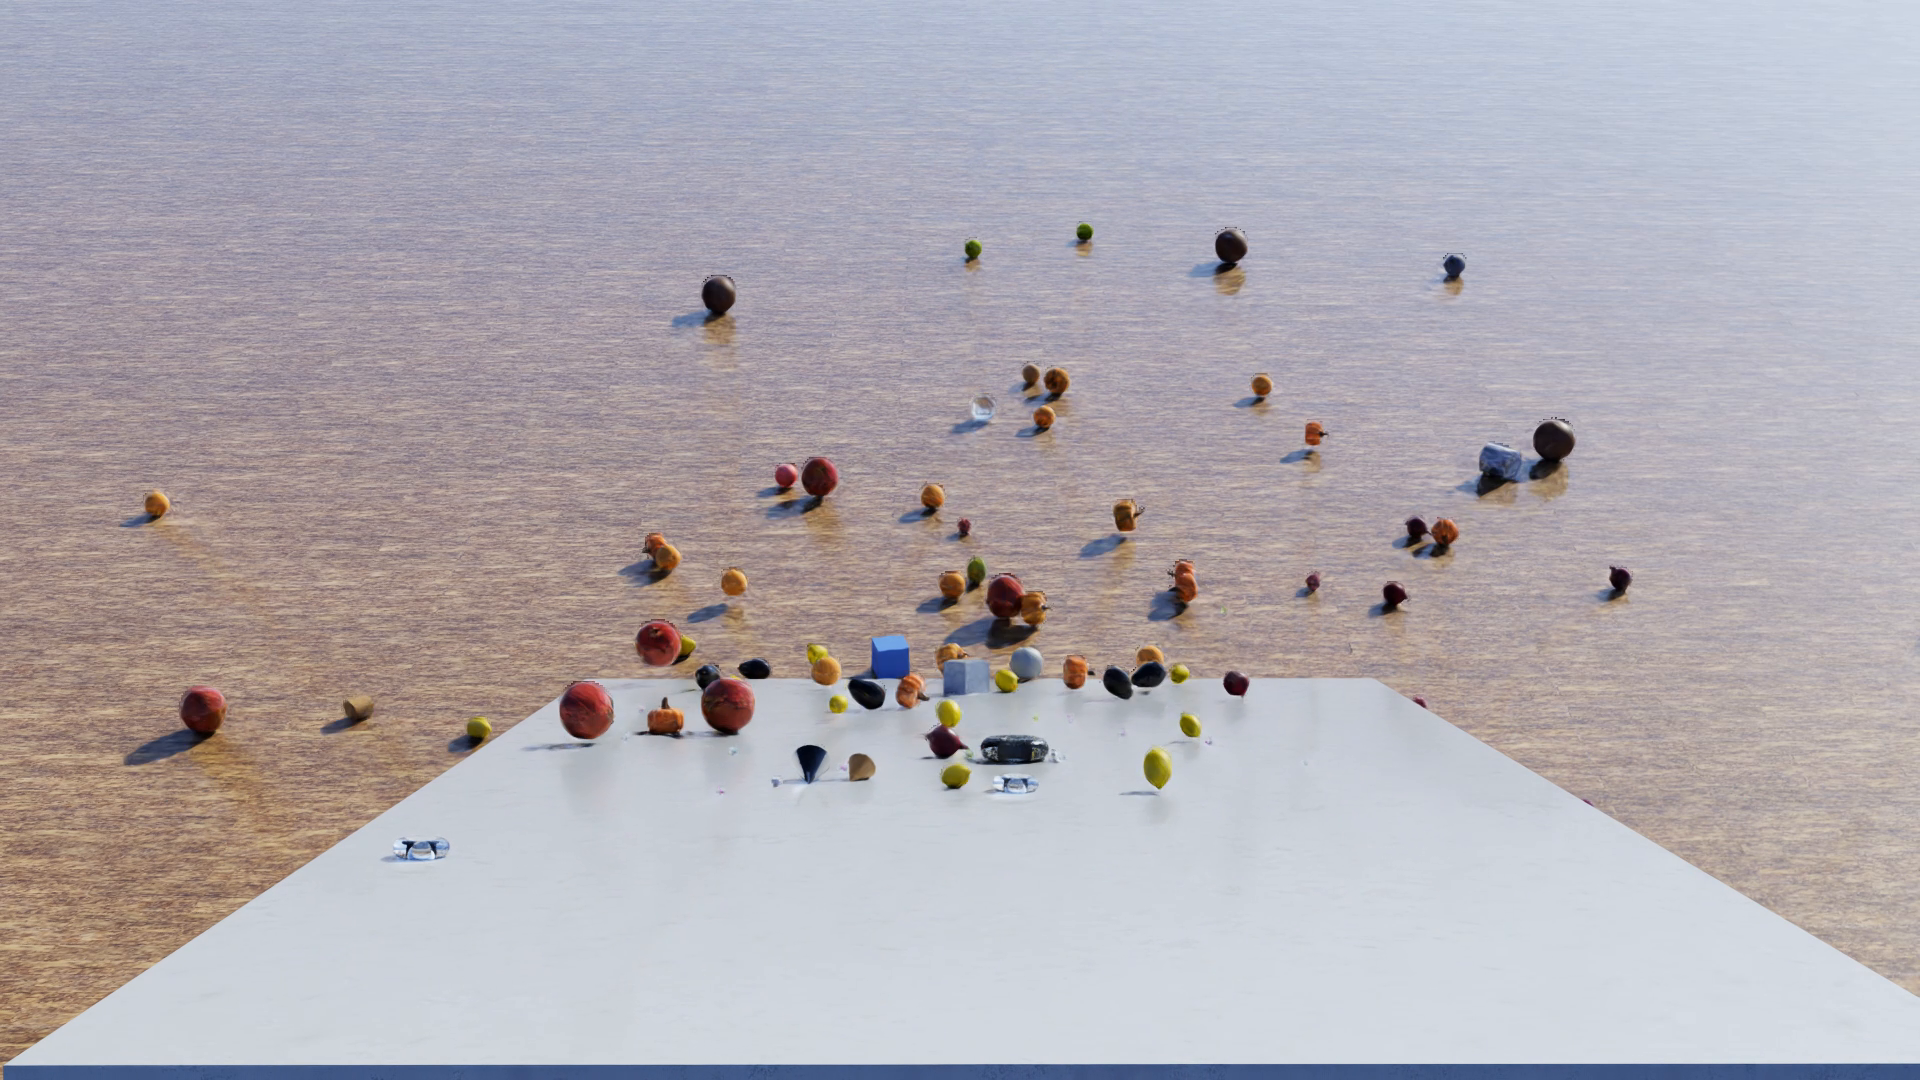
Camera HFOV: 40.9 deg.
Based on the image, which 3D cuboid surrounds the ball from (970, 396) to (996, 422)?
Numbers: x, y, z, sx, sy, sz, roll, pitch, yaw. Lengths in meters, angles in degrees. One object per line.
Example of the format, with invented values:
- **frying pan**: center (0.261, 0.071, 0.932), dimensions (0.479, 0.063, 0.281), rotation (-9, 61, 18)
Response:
- **ball**: center (0.079, -0.434, 8.495), dimensions (0.086, 0.086, 0.086), rotation (0, 23, 0)

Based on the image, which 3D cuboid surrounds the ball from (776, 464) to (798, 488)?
- **ball**: center (-0.537, -0.198, 7.965), dimensions (0.070, 0.070, 0.070), rotation (0, 23, 0)

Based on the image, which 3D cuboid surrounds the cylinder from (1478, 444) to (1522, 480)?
- **cylinder**: center (1.687, -0.244, 8.039), dimensions (0.094, 0.094, 0.094), rotation (20, 31, 39)

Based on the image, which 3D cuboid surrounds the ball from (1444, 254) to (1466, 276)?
- **ball**: center (1.916, -1.066, 9.972), dimensions (0.081, 0.081, 0.081), rotation (0, 23, 0)

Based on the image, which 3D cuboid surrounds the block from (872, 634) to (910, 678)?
- **block**: center (-0.183, 0.308, 6.767), dimensions (0.084, 0.084, 0.084), rotation (-5, 24, -12)

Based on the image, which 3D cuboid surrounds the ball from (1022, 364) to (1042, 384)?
- **ball**: center (0.246, -0.571, 8.838), dimensions (0.067, 0.067, 0.067), rotation (0, 23, 0)

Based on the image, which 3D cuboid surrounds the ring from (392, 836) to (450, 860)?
- **ring**: center (-0.792, 0.452, 3.786), dimensions (0.083, 0.028, 0.083), rotation (1, 2, 0)

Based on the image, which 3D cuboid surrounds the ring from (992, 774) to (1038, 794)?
- **ring**: center (0.097, 0.424, 4.481), dimensions (0.080, 0.027, 0.080), rotation (1, 3, 0)

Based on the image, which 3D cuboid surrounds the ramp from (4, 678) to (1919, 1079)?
- **ramp**: center (0.053, 0.484, 4.539), dimensions (2.000, 0.100, 4.000), rotation (0, 2, 0)

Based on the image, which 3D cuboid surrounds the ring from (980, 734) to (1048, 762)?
- **ring**: center (0.104, 0.397, 4.909), dimensions (0.131, 0.044, 0.131), rotation (1, 1, 0)

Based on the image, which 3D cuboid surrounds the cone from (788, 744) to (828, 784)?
- **cone**: center (-0.268, 0.416, 4.596), dimensions (0.072, 0.072, 0.072), rotation (-3, 42, -8)

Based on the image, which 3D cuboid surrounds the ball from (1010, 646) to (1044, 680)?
- **ball**: center (0.169, 0.311, 6.487), dimensions (0.085, 0.085, 0.085), rotation (0, 23, 0)

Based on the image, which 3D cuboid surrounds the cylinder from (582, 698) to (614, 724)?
- **cylinder**: center (-0.775, 0.365, 5.504), dimensions (0.057, 0.057, 0.057), rotation (0, 22, -19)

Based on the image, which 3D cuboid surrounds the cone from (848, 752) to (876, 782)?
- **cone**: center (-0.186, 0.419, 4.617), dimensions (0.054, 0.054, 0.054), rotation (9, 32, 19)

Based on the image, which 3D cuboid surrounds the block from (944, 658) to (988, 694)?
- **block**: center (0.015, 0.328, 6.177), dimensions (0.077, 0.077, 0.077), rotation (-2, 3, -42)
